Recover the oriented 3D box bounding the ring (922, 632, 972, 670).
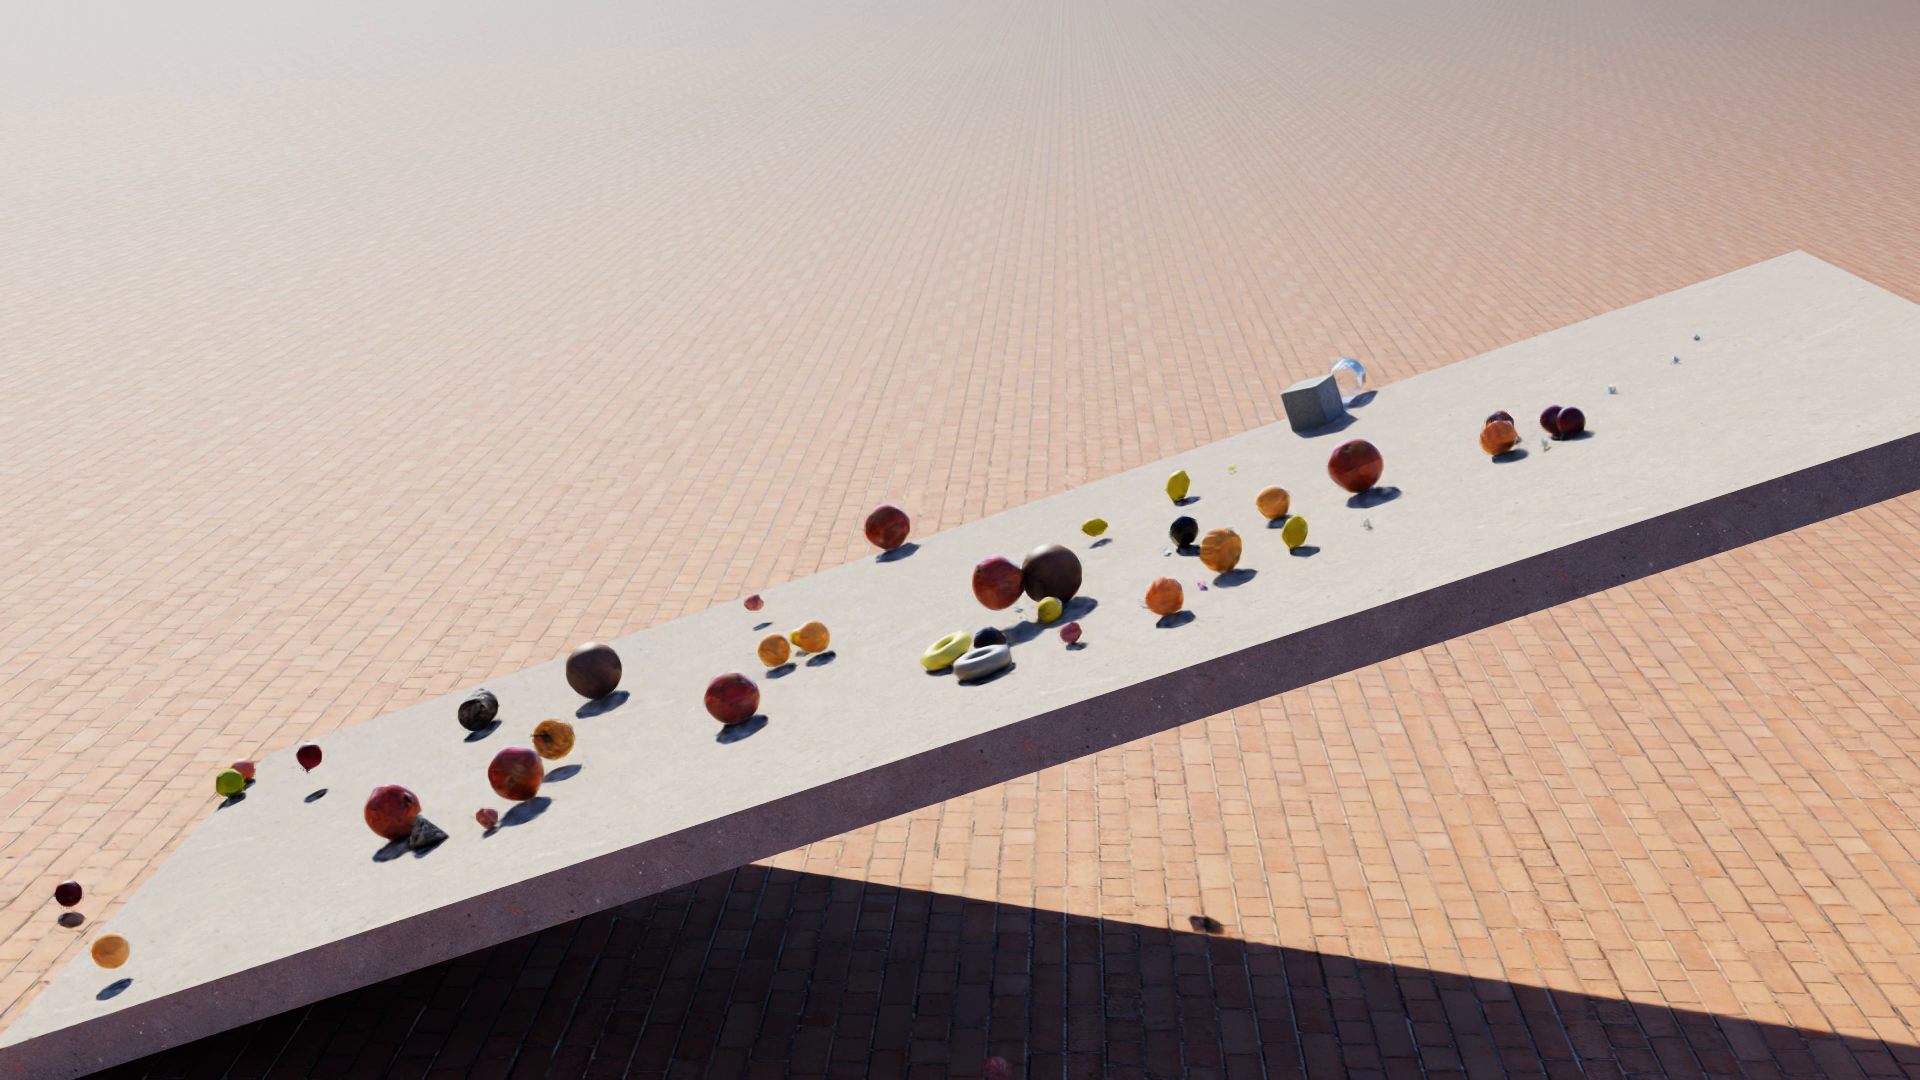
[{"bbox_3d":[-0.027,0.223,5.921,0.110,0.037,0.110,-30,12,7],"label":"ring"}]

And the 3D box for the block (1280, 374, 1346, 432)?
[{"bbox_3d":[0.841,-0.326,7.006,0.098,0.098,0.098,-11,14,37],"label":"block"}]

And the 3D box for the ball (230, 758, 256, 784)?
[{"bbox_3d":[-1.757,0.565,7.200,0.060,0.060,0.060,0,12,0],"label":"ball"}]

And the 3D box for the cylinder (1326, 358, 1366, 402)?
[{"bbox_3d":[0.939,-0.388,7.167,0.088,0.088,0.088,4,19,18],"label":"cylinder"}]

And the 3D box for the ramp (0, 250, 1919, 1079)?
[{"bbox_3d":[0.108,0.180,6.304,4.000,0.100,2.000,-18,11,6],"label":"ramp"}]

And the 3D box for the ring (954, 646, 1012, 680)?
[{"bbox_3d":[0.045,0.239,5.750,0.120,0.040,0.120,-18,10,3],"label":"ring"}]

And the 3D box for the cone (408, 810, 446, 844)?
[{"bbox_3d":[-1.062,0.593,5.930,0.074,0.074,0.074,27,5,-17],"label":"cone"}]
